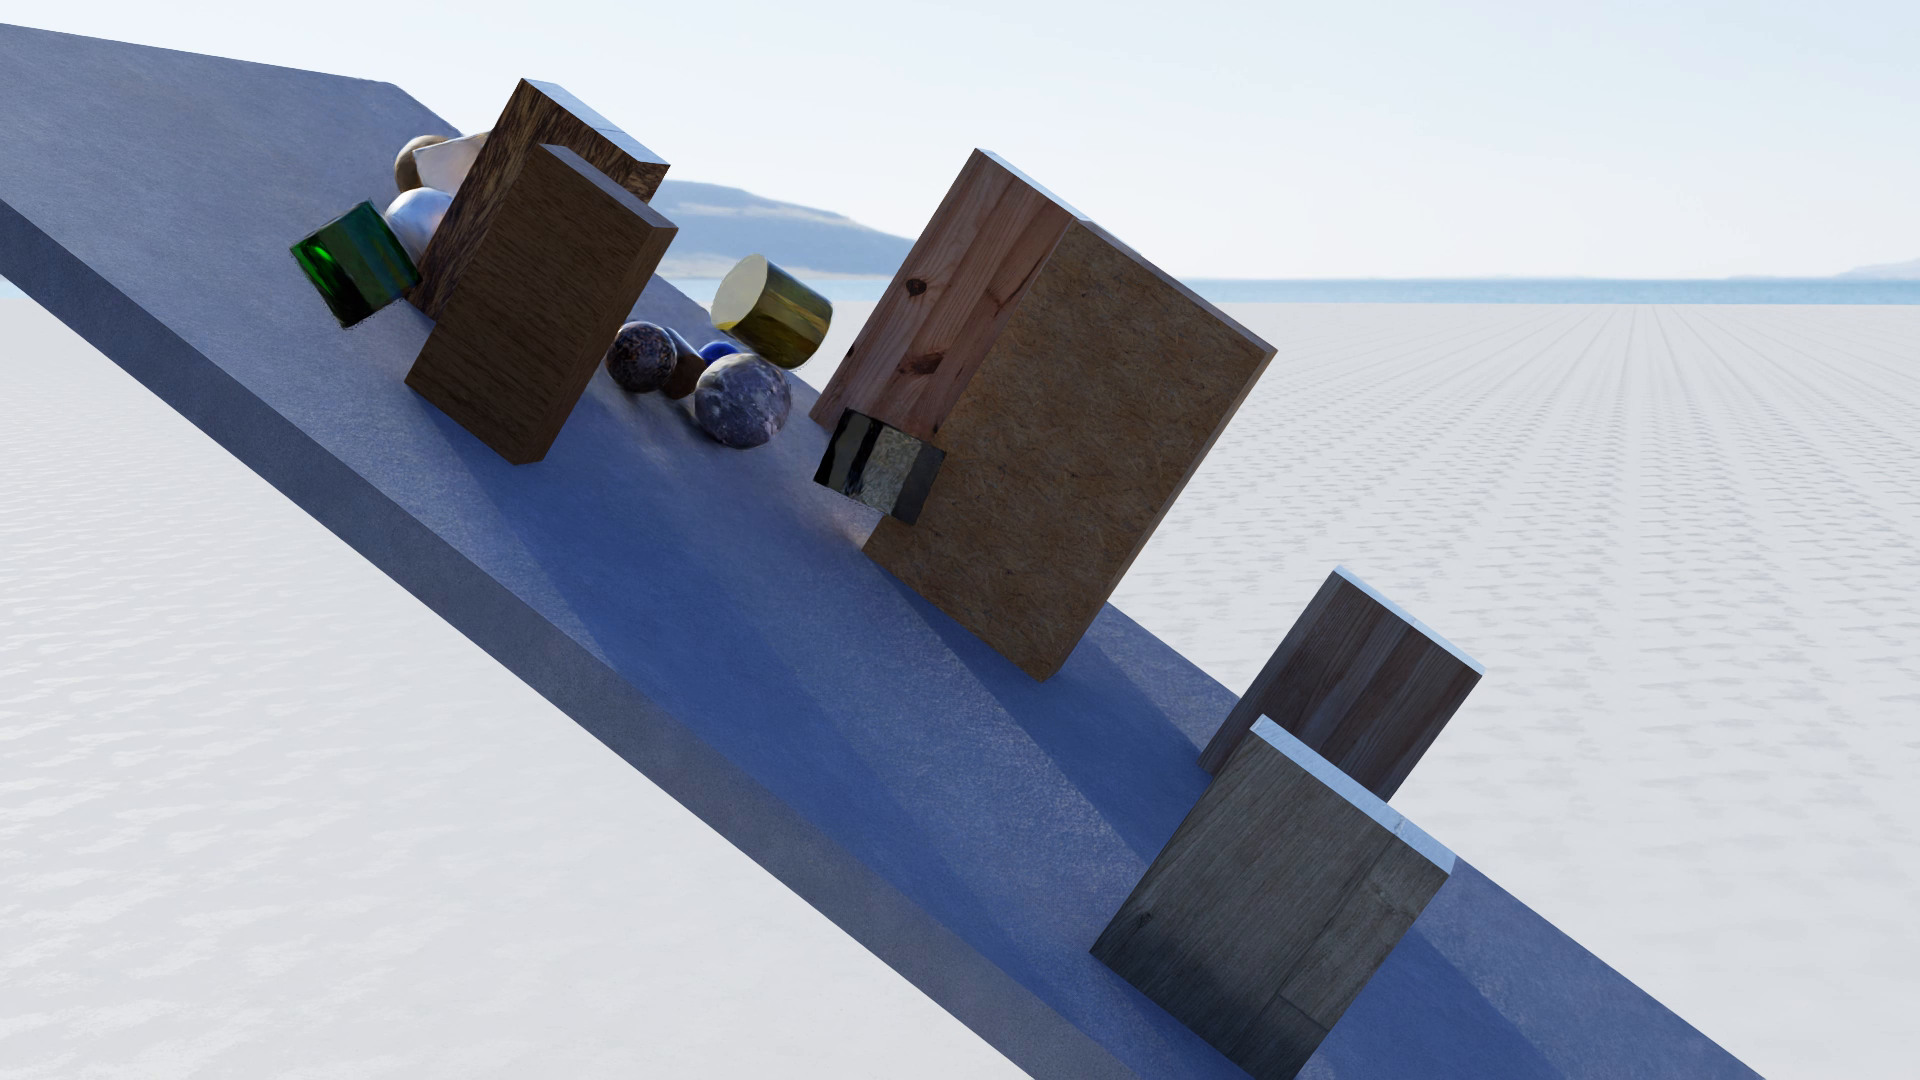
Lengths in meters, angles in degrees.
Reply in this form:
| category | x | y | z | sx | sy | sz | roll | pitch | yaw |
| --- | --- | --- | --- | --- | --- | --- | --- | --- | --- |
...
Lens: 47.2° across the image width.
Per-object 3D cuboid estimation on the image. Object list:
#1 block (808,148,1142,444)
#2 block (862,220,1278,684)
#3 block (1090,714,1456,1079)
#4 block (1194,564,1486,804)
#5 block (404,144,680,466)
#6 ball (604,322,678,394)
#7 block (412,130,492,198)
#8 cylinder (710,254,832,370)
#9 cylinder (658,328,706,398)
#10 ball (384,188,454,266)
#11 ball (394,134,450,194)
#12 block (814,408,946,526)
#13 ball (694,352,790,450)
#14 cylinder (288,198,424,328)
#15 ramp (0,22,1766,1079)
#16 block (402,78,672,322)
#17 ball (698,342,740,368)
| category | x | y | z | sx | sy | sz | roll | pitch | yaw |
| --- | --- | --- | --- | --- | --- | --- | --- | --- | --- |
| block | 0.028 | -0.449 | 4.844 | 0.410 | 0.704 | 0.129 | 36 | 15 | 10 |
| block | 0.203 | -0.168 | 4.215 | 0.438 | 0.766 | 0.134 | 36 | 15 | 10 |
| block | 0.455 | 0.533 | 3.222 | 0.344 | 0.421 | 0.116 | 36 | 15 | 10 |
| block | 0.738 | 0.343 | 4.284 | 0.343 | 0.474 | 0.092 | 36 | 15 | 10 |
| block | -0.694 | -0.387 | 3.638 | 0.243 | 0.467 | 0.100 | 36 | 15 | 10 |
| ball | -0.626 | -0.358 | 4.309 | 0.142 | 0.142 | 0.142 | 0 | 7 | 0 |
| block | -0.963 | -0.706 | 4.372 | 0.191 | 0.191 | 0.191 | -17 | 14 | -8 |
| cylinder | -0.370 | -0.447 | 4.322 | 0.169 | 0.169 | 0.169 | 31 | -13 | -35 |
| cylinder | -0.588 | -0.359 | 4.459 | 0.106 | 0.106 | 0.106 | -6 | 39 | -42 |
| ball | -1.012 | -0.583 | 4.171 | 0.167 | 0.167 | 0.167 | 0 | 7 | 0 |
| ball | -1.097 | -0.764 | 4.578 | 0.157 | 0.157 | 0.157 | 0 | 7 | 0 |
| block | -0.153 | -0.140 | 4.185 | 0.153 | 0.153 | 0.153 | 24 | 0 | -34 |
| ball | -0.431 | -0.275 | 4.356 | 0.191 | 0.191 | 0.191 | 0 | 7 | 0 |
| cylinder | -1.017 | -0.466 | 3.706 | 0.158 | 0.158 | 0.158 | -28 | 18 | 10 |
| ramp | -0.116 | 0.198 | 4.094 | 4.000 | 0.100 | 2.000 | 36 | 15 | 10 |
| block | -0.777 | -0.566 | 4.023 | 0.272 | 0.466 | 0.138 | 36 | 15 | 10 |
| ball | -0.506 | -0.362 | 4.625 | 0.111 | 0.111 | 0.111 | 0 | 7 | 0 |
